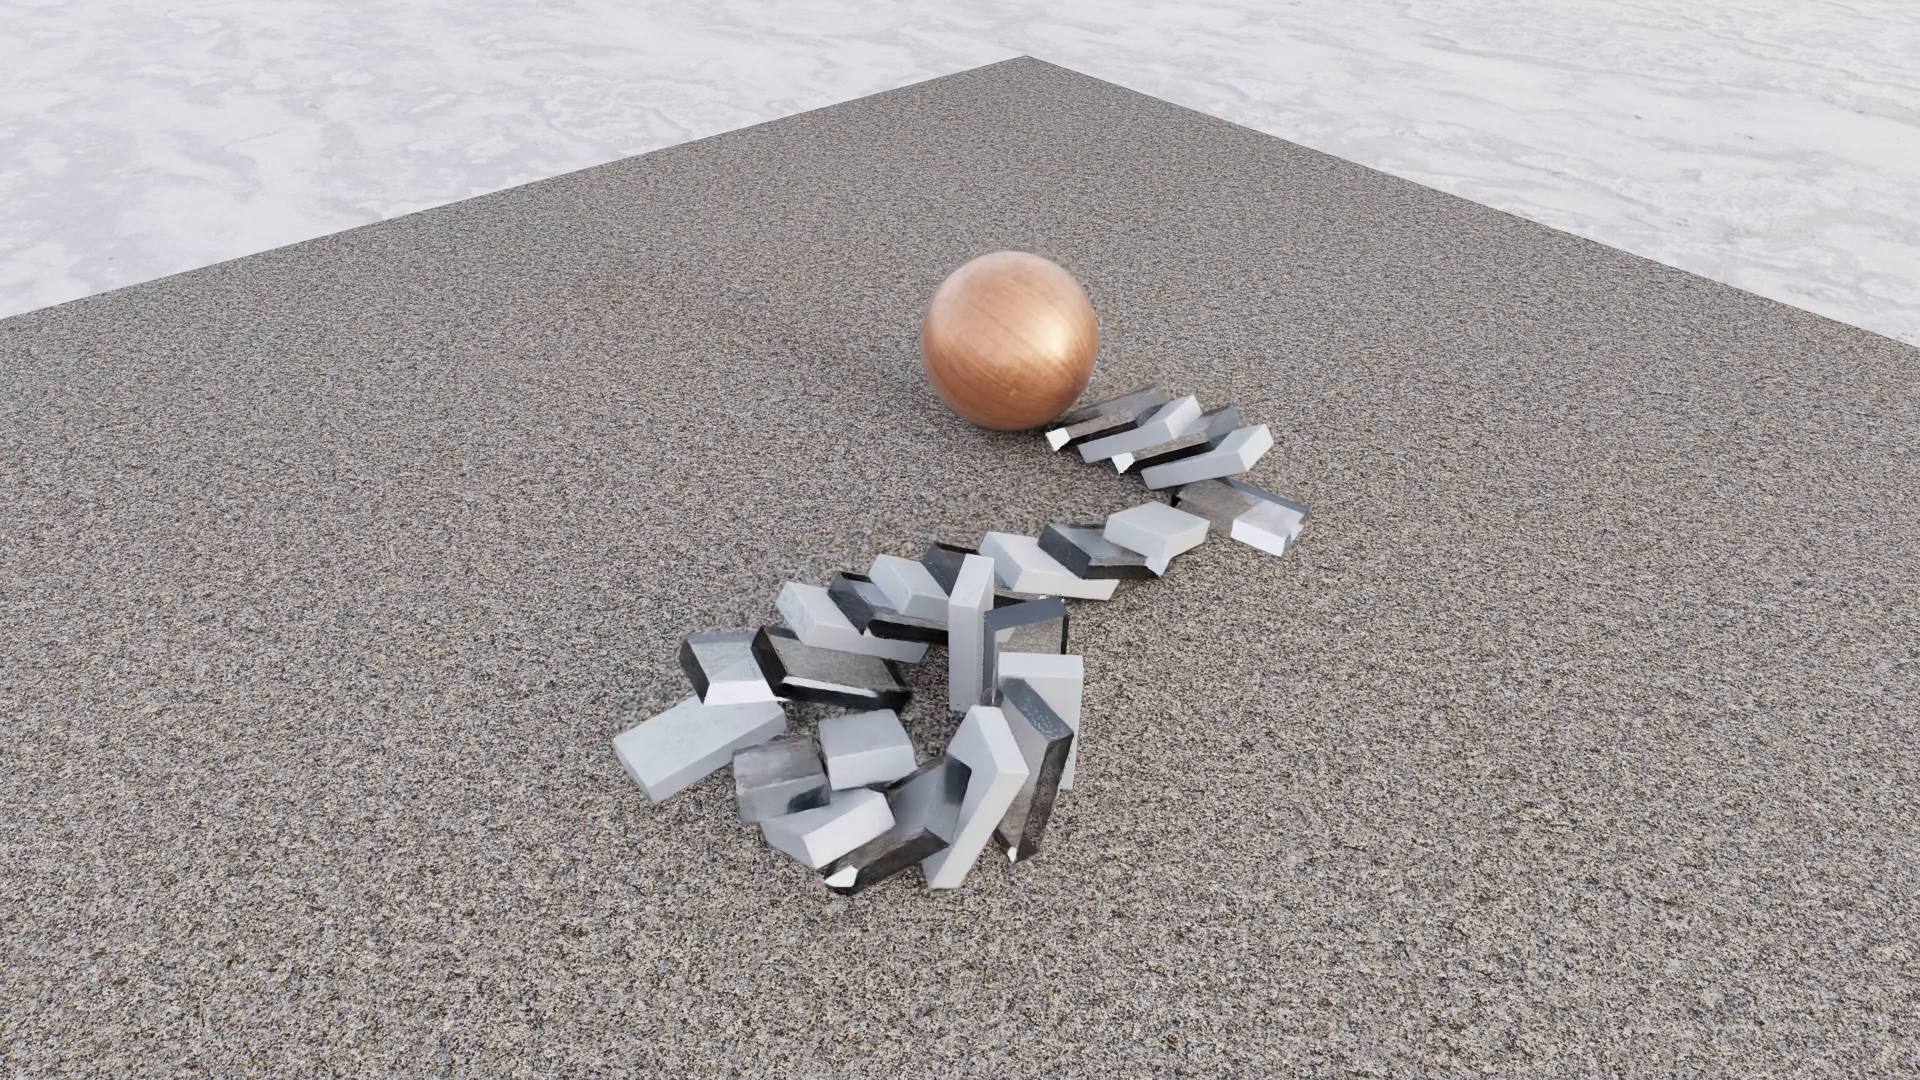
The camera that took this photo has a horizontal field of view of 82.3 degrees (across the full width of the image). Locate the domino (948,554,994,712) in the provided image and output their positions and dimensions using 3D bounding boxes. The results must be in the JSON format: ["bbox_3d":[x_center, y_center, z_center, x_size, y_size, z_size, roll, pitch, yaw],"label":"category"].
[{"bbox_3d":[0.004,0.032,0.372,0.009,0.050,0.025,9,40,11],"label":"domino"}]

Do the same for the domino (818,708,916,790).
[{"bbox_3d":[-0.030,0.064,0.343,0.025,0.009,0.050,-8,5,-10],"label":"domino"}]

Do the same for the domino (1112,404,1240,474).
[{"bbox_3d":[0.092,-0.043,0.474,0.050,0.010,0.025,-13,21,47],"label":"domino"}]

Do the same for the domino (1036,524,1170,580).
[{"bbox_3d":[0.056,0.004,0.421,0.050,0.009,0.025,0,30,-45],"label":"domino"}]

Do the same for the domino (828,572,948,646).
[{"bbox_3d":[-0.020,0.025,0.392,0.050,0.009,0.025,13,23,-45],"label":"domino"}]

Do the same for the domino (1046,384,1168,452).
[{"bbox_3d":[0.065,-0.054,0.488,0.050,0.009,0.025,-12,22,49],"label":"domino"}]

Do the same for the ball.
[{"bbox_3d":[0.023,-0.089,0.497,0.080,0.080,0.080,0,39,0],"label":"ball"}]

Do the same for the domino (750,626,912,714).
[{"bbox_3d":[-0.043,0.044,0.367,0.050,0.010,0.025,16,23,-39],"label":"domino"}]

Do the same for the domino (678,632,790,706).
[{"bbox_3d":[-0.067,0.043,0.376,0.050,0.010,0.025,2,33,-37],"label":"domino"}]

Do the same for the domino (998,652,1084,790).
[{"bbox_3d":[0.024,0.057,0.342,0.025,0.050,0.009,2,37,3],"label":"domino"}]

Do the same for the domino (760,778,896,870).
[{"bbox_3d":[-0.040,0.081,0.320,0.025,0.009,0.050,-24,4,-25],"label":"domino"}]

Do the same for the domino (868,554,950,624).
[{"bbox_3d":[-0.006,0.020,0.398,0.050,0.010,0.025,14,22,-42],"label":"domino"}]

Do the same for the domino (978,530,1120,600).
[{"bbox_3d":[0.034,0.010,0.413,0.050,0.010,0.025,7,29,-39],"label":"domino"}]

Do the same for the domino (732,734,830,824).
[{"bbox_3d":[-0.055,0.072,0.334,0.025,0.009,0.050,-10,5,-12],"label":"domino"}]

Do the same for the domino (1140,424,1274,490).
[{"bbox_3d":[0.104,-0.035,0.465,0.050,0.010,0.025,-10,23,48],"label":"domino"}]

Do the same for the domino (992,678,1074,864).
[{"bbox_3d":[0.017,0.069,0.327,0.009,0.050,0.025,-13,40,-32],"label":"domino"}]

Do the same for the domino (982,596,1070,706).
[{"bbox_3d":[0.021,0.042,0.360,0.025,0.050,0.009,-11,41,-14],"label":"domino"}]

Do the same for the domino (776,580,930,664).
[{"bbox_3d":[-0.037,0.029,0.385,0.050,0.009,0.025,15,22,-41],"label":"domino"}]

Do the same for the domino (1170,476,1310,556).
[{"bbox_3d":[0.116,-0.012,0.459,0.050,0.010,0.025,24,45,27],"label":"domino"}]

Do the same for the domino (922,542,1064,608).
[{"bbox_3d":[0.013,0.015,0.405,0.050,0.010,0.025,12,26,-41],"label":"domino"}]

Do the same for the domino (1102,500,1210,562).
[{"bbox_3d":[0.078,-0.004,0.432,0.025,0.010,0.050,23,19,25],"label":"domino"}]

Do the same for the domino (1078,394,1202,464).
[{"bbox_3d":[0.078,-0.048,0.480,0.050,0.010,0.025,-12,21,48],"label":"domino"}]

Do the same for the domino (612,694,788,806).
[{"bbox_3d":[-0.086,0.064,0.365,0.050,0.010,0.025,-27,47,-29],"label":"domino"}]

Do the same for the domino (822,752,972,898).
[{"bbox_3d":[-0.018,0.082,0.315,0.009,0.050,0.025,38,41,-16],"label":"domino"}]

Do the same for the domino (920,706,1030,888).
[{"bbox_3d":[0.001,0.075,0.320,0.010,0.050,0.025,10,33,-28],"label":"domino"}]
